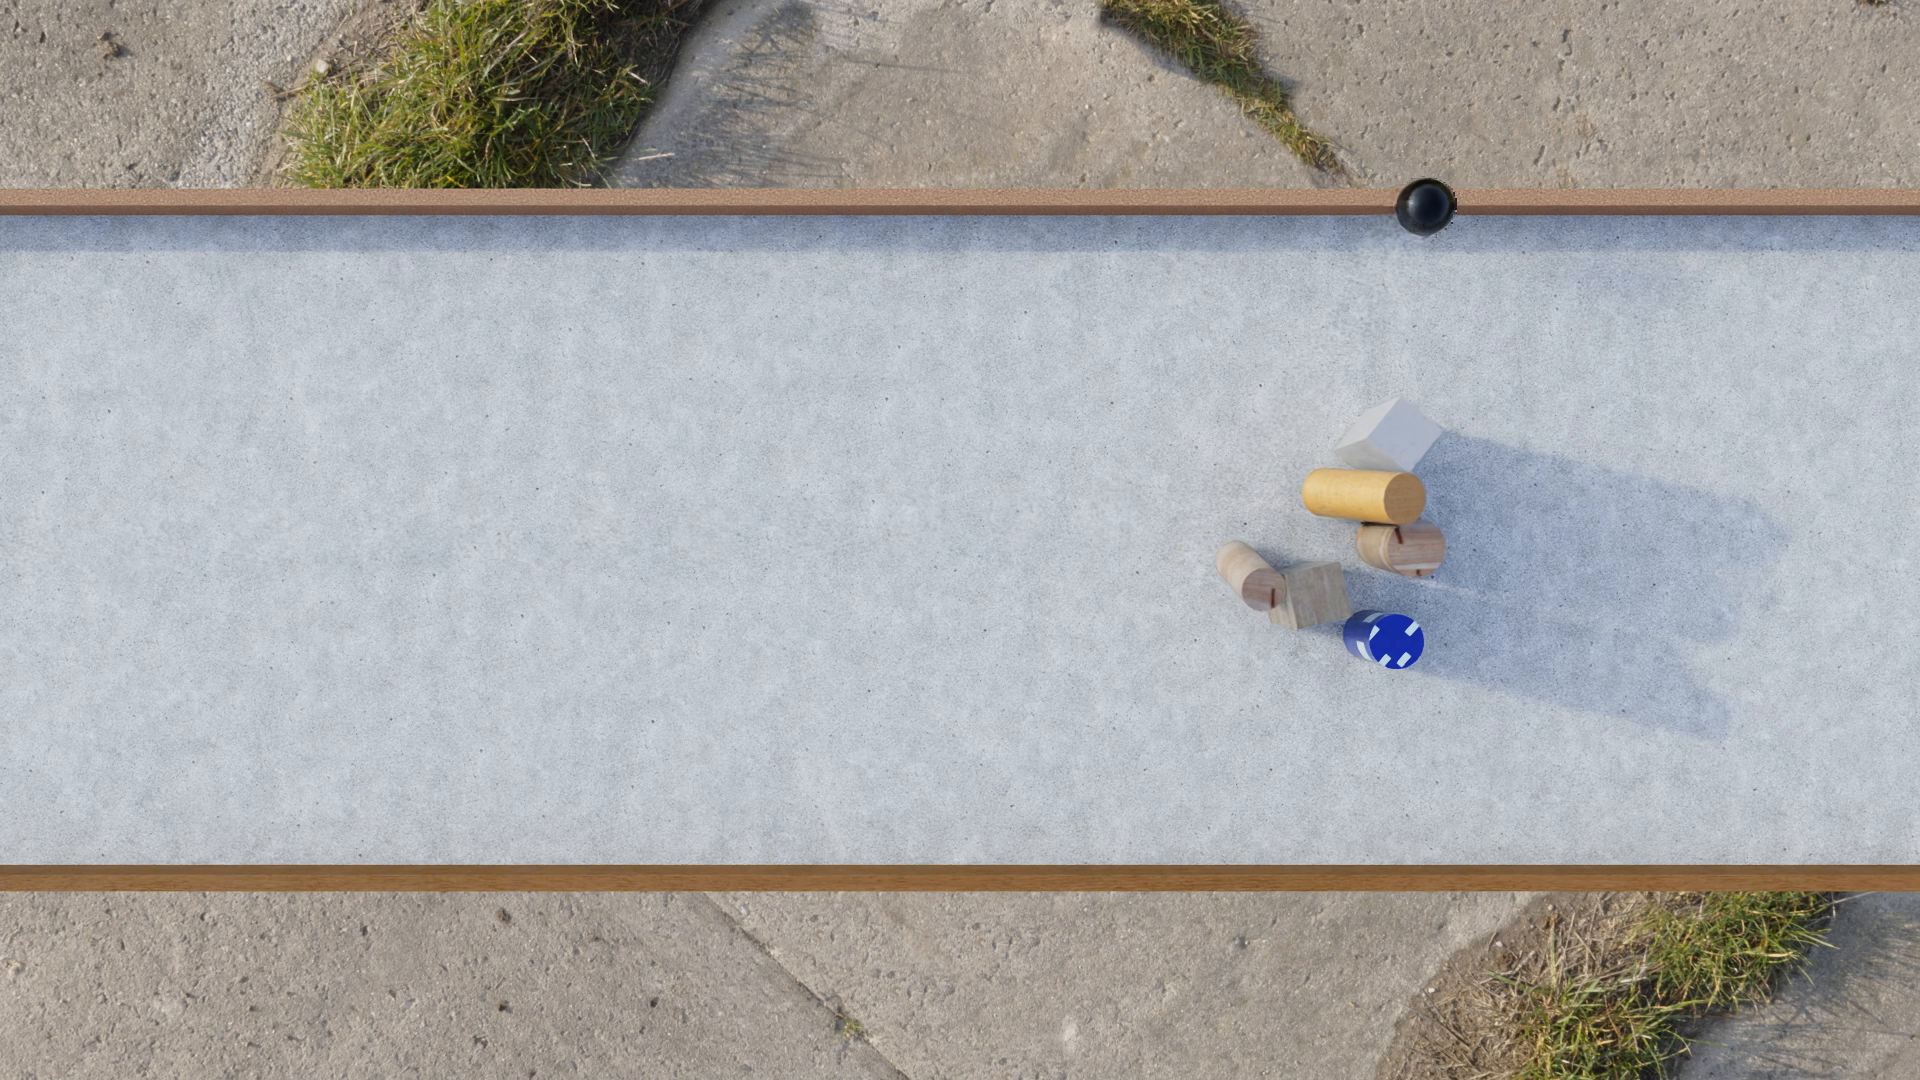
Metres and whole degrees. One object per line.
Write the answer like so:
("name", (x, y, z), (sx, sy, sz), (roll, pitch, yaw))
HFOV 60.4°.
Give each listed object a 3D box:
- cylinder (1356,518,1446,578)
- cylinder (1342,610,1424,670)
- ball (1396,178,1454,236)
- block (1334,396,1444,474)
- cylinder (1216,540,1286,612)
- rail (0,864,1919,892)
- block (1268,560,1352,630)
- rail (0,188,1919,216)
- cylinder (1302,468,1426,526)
("cylinder", (1.307, 0.013, 4.911), (0.171, 0.318, 0.171), (0, 94, -3))
("cylinder", (1.257, 0.293, 4.912), (0.158, 0.329, 0.158), (0, 90, 0))
("ball", (1.367, -0.978, 4.848), (0.168, 0.168, 0.168), (0, 90, 0))
("block", (1.262, -0.293, 4.886), (0.157, 0.373, 0.157), (40, 87, 0))
("cylinder", (0.859, 0.103, 4.894), (0.129, 0.345, 0.129), (-1, 103, -4))
("rail", (-2.247, 1.025, 5.001), (12.000, 0.150, 0.050), (0, 90, 0))
("block", (1.021, 0.159, 4.893), (0.162, 0.362, 0.162), (-13, 90, -2))
("rail", (-2.247, -1.025, 5.002), (12.000, 0.150, 0.050), (0, 90, 0))
("cylinder", (1.186, -0.132, 4.870), (0.149, 0.387, 0.149), (-2, 95, -24))
